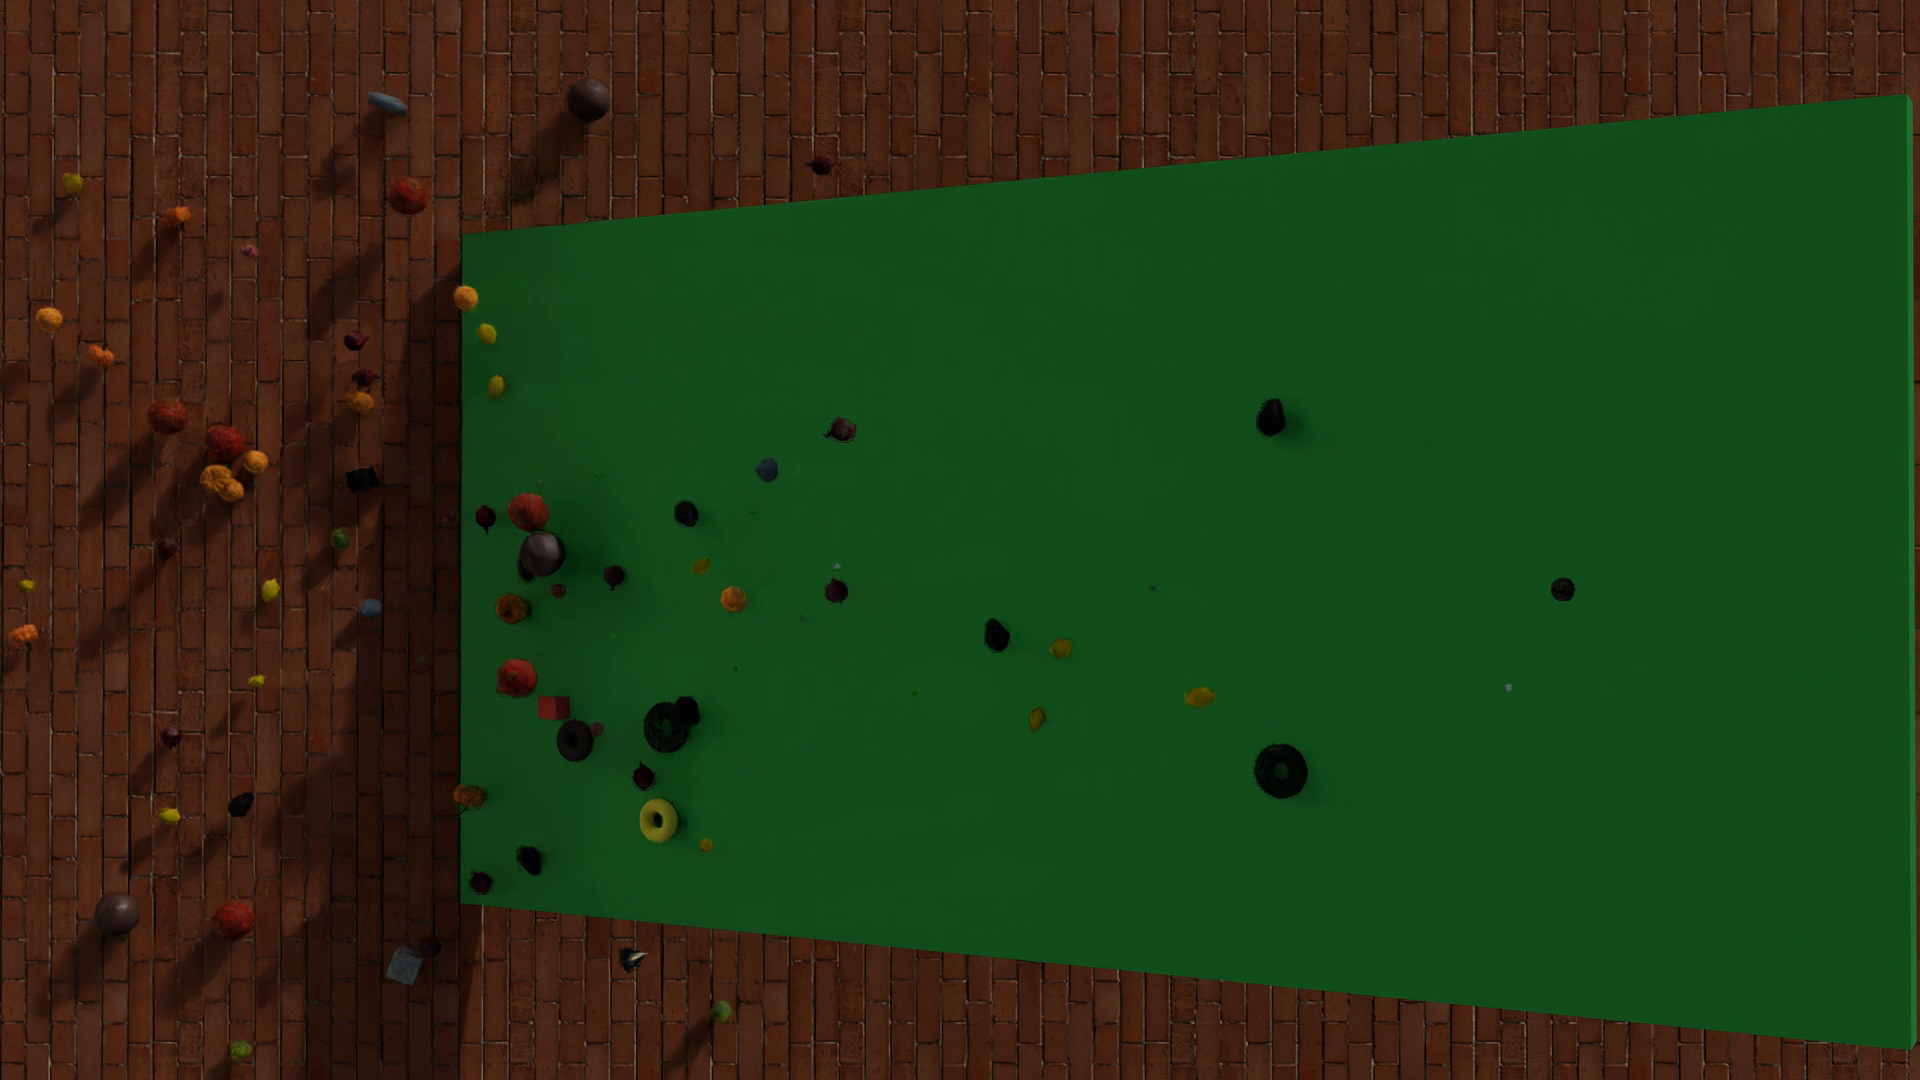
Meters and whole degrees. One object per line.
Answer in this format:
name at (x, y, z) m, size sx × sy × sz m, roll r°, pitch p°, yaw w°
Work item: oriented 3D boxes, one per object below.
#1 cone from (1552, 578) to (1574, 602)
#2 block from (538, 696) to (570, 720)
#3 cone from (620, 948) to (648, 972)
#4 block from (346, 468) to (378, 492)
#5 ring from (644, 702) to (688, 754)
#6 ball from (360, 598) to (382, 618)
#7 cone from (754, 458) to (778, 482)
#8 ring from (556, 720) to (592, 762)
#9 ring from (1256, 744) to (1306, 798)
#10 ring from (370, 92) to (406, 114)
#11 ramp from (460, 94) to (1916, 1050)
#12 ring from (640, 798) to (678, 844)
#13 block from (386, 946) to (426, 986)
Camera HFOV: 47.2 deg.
cone at (1.345, 0.111, 4.930) m, size 0.053 × 0.053 × 0.053 m, roll 0°, pitch 89°, yaw 30°
block at (-1.173, 0.485, 6.355) m, size 0.062 × 0.062 × 0.062 m, roll 0°, pitch 90°, yaw 30°
cone at (-0.925, 1.192, 6.292) m, size 0.072 × 0.072 × 0.072 m, roll -18°, pitch 89°, yaw 11°
block at (-1.801, -0.181, 6.628) m, size 0.060 × 0.060 × 0.060 m, roll -16°, pitch 89°, yaw 18°
ring at (-0.824, 0.527, 6.165) m, size 0.143 × 0.048 × 0.143 m, roll -1°, pitch 88°, yaw 29°
ball at (-1.775, 0.206, 6.631) m, size 0.062 × 0.062 × 0.062 m, roll 0°, pitch 89°, yaw 0°
cone at (-0.542, -0.193, 6.000) m, size 0.067 × 0.067 × 0.067 m, roll 0°, pitch 89°, yaw 30°
ring at (-1.109, 0.577, 6.331) m, size 0.121 × 0.040 × 0.121 m, roll 0°, pitch 90°, yaw 28°
ring at (0.768, 0.553, 5.261) m, size 0.131 × 0.044 × 0.131 m, roll 0°, pitch 91°, yaw 29°
ring at (-1.723, -1.316, 6.619) m, size 0.114 × 0.114 × 0.038 m, roll 24°, pitch 101°, yaw 0°
ramp at (0.271, 0.075, 5.630) m, size 4.000 × 0.100 × 2.000 m, roll 0°, pitch 89°, yaw 30°
ring at (-0.846, 0.789, 6.178) m, size 0.127 × 0.042 × 0.127 m, roll -1°, pitch 88°, yaw 31°
block at (-1.657, 1.273, 6.580) m, size 0.084 × 0.084 × 0.084 m, roll 21°, pitch 88°, yaw -4°
